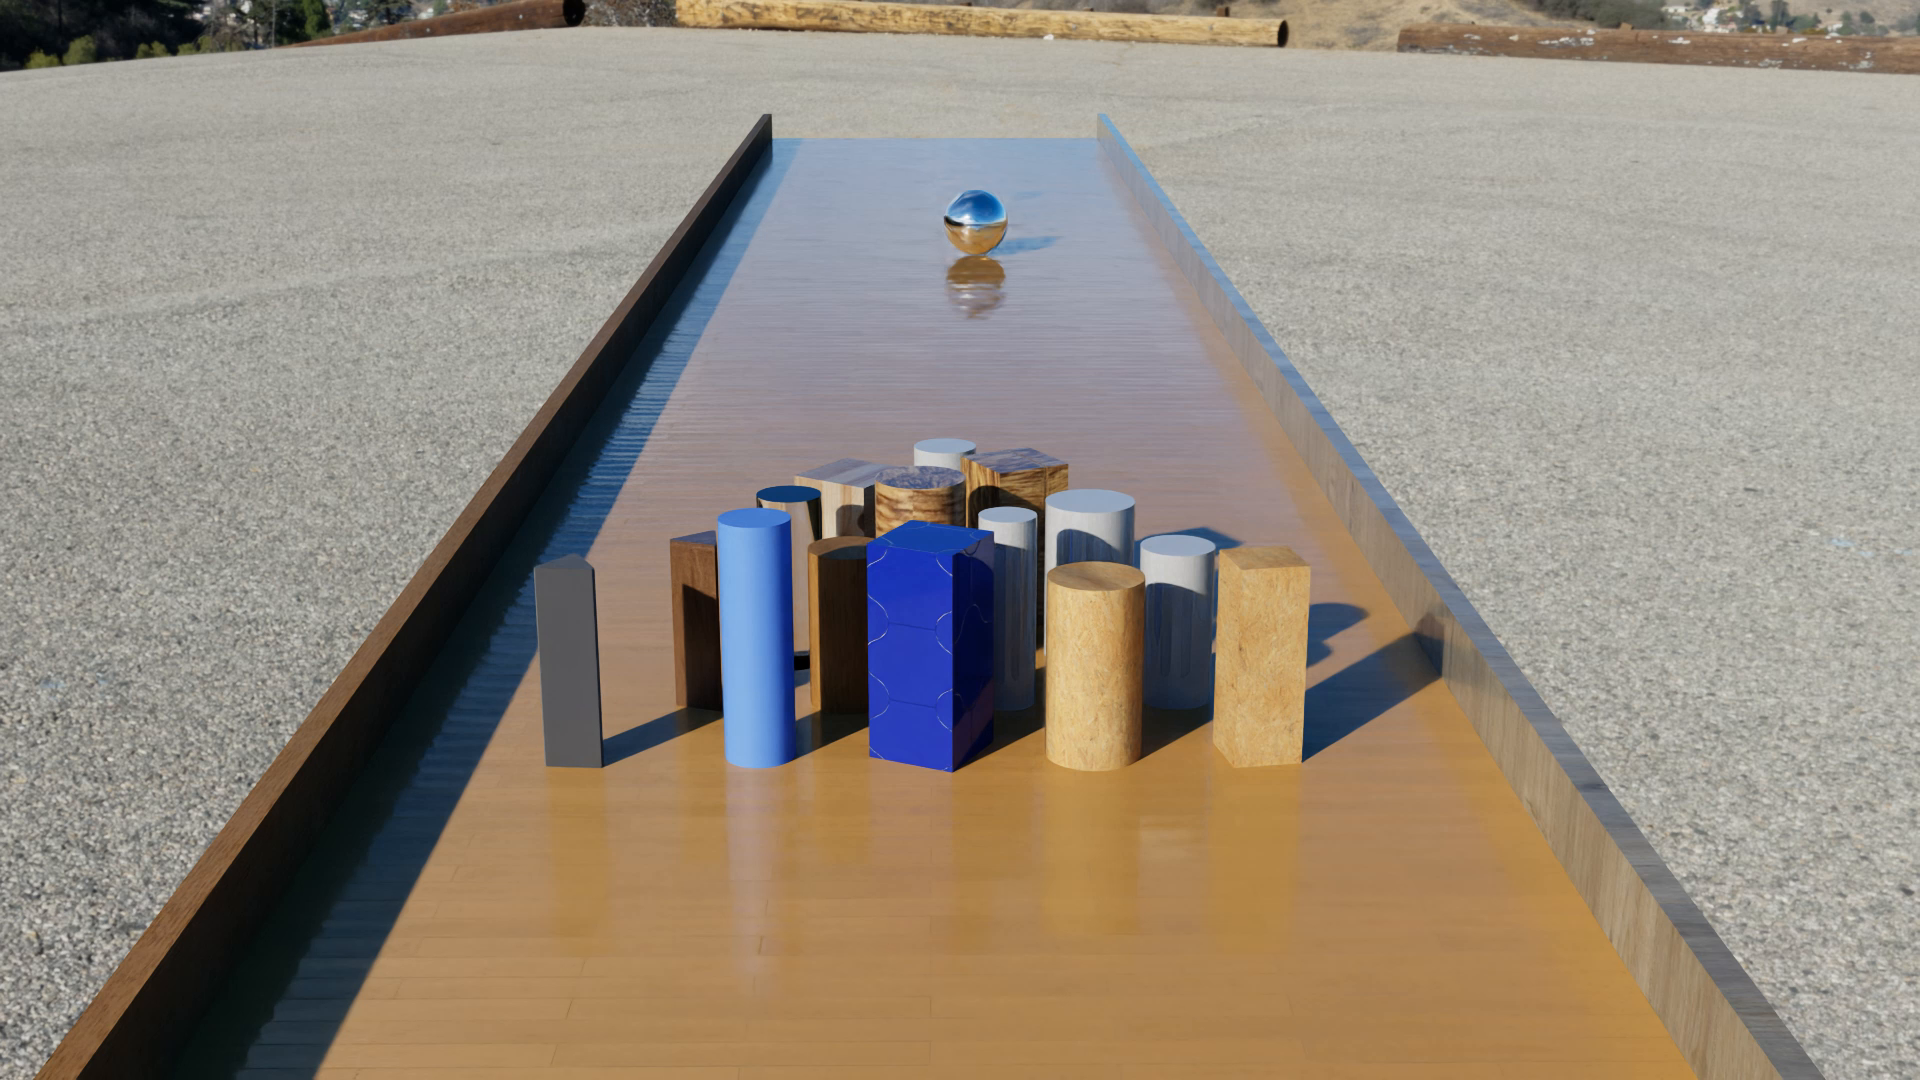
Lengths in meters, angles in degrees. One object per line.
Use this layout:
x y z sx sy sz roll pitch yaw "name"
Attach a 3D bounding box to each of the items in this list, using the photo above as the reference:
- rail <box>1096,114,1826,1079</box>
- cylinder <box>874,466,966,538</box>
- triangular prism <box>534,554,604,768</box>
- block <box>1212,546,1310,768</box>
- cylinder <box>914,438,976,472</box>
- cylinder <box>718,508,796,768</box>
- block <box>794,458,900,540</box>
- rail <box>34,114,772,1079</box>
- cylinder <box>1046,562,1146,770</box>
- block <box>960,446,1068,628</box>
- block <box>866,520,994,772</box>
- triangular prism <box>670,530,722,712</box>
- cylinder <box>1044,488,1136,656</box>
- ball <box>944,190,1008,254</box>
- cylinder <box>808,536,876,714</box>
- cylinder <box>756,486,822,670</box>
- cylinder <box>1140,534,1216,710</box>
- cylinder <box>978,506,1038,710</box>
0.932 -0.844 7.801 0.050 0.150 12.000 0 17 -1 "rail"
-0.078 0.057 4.372 0.179 0.377 0.179 0 17 0 "cylinder"
-0.678 0.212 3.871 0.104 0.367 0.090 1 17 3 "triangular prism"
0.532 0.206 3.893 0.125 0.366 0.125 -3 17 -11 "block"
-0.033 -0.064 4.913 0.138 0.302 0.138 0 17 0 "cylinder"
-0.356 0.173 3.872 0.127 0.441 0.127 0 17 0 "cylinder"
-0.220 0.008 4.652 0.180 0.312 0.180 11 20 33 "block"
-1.118 -0.838 7.780 0.050 0.150 12.000 0 17 -1 "rail"
0.238 0.222 3.898 0.173 0.332 0.173 0 17 0 "cylinder"
0.113 -0.001 4.627 0.164 0.345 0.164 -9 19 -28 "block"
-0.050 0.186 3.905 0.166 0.397 0.166 8 18 25 "block"
-0.479 0.150 4.149 0.097 0.327 0.084 6 18 21 "triangular prism"
0.259 0.075 4.415 0.179 0.319 0.179 0 17 0 "cylinder"
0.067 -1.335 9.240 0.272 0.272 0.272 0 17 0 "ball"
-0.209 0.160 4.156 0.152 0.304 0.152 0 17 0 "cylinder"
-0.336 0.075 4.368 0.128 0.345 0.128 0 17 0 "cylinder"
0.409 0.155 4.174 0.141 0.302 0.141 0 17 0 "cylinder"
0.089 0.130 4.143 0.110 0.369 0.110 0 17 0 "cylinder"
